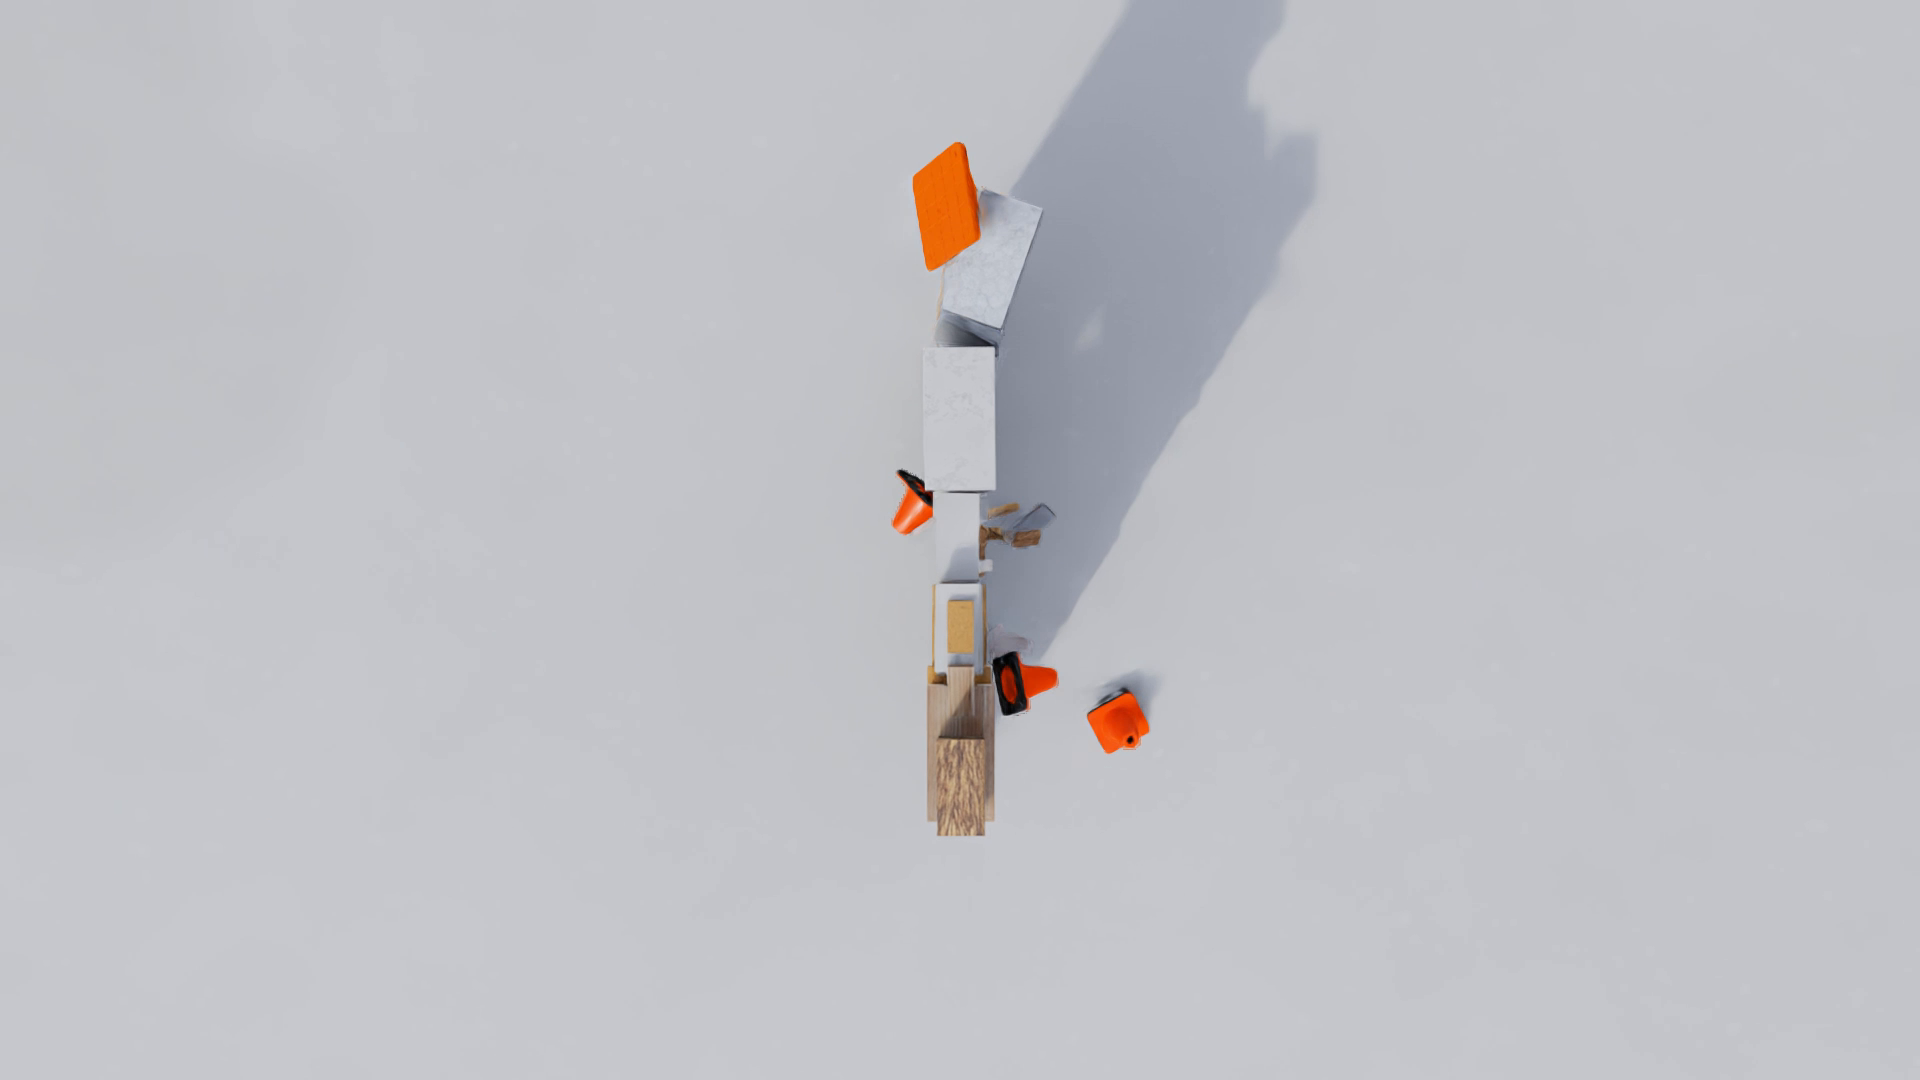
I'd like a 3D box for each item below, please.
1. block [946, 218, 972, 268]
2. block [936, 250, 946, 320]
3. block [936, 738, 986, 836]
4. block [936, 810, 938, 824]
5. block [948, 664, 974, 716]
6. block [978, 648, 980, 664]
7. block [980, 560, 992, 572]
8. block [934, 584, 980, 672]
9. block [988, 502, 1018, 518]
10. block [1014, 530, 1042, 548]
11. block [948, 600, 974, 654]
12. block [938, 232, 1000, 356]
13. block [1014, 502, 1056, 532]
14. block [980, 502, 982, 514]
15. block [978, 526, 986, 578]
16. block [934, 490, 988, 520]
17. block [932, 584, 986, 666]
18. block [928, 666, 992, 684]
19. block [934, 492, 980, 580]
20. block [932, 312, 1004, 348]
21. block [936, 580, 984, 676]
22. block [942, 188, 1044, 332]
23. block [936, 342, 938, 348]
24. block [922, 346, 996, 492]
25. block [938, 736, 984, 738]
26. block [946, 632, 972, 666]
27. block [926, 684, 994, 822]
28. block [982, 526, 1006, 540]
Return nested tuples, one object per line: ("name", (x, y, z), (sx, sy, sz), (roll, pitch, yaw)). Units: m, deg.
("block", (0.050, -0.749, 4.204), (0.154, 0.309, 0.044), (4, 84, -2))
("block", (0.019, -0.755, 4.951), (0.158, 1.093, 0.045), (3, 90, -2))
("block", (0.002, 0.566, 3.778), (0.110, 0.031, 0.220), (0, 90, 0))
("block", (0.002, 0.639, 3.903), (0.110, 0.220, 0.031), (0, 90, 0))
("block", (0.003, 0.364, 3.990), (0.063, 0.018, 0.126), (-1, 104, 0))
("block", (-0.006, 0.286, 4.150), (0.107, 0.214, 0.030), (1, 90, 0))
("block", (0.016, 0.067, 4.438), (0.108, 0.612, 0.031), (3, 90, 4))
("block", (-0.007, 0.214, 4.028), (0.107, 0.030, 0.214), (0, 90, 0))
("block", (0.123, -0.088, 5.013), (0.113, 0.057, 0.016), (-16, 80, -1))
("block", (0.198, -0.003, 4.866), (0.072, 0.145, 0.021), (-8, 80, -3))
("block", (0.001, 0.211, 3.989), (0.063, 0.018, 0.126), (0, 76, 0))
("block", (0.033, -0.653, 4.383), (0.158, 0.045, 0.317), (4, 90, -2))
("block", (0.225, -0.056, 4.949), (0.113, 0.016, 0.057), (-41, 113, 14))
("block", (-0.001, -0.082, 4.246), (0.108, 0.217, 0.031), (0, 90, 0))
("block", (0.037, 0.034, 4.757), (0.072, 0.021, 0.145), (4, 90, 0))
("block", (0.002, -0.195, 4.374), (0.143, 0.041, 0.286), (0, 90, 0))
("block", (-0.003, 0.287, 4.804), (0.156, 0.044, 0.311), (0, 90, 0))
("block", (-0.001, 0.508, 4.416), (0.171, 0.048, 0.342), (0, 90, 0))
("block", (-0.006, -0.009, 4.118), (0.108, 0.031, 0.217), (1, 89, 4))
("block", (0.016, -0.521, 4.204), (0.154, 0.309, 0.044), (28, 84, -2))
("block", (-0.001, 0.228, 4.275), (0.121, 0.034, 0.243), (0, 90, 0))
("block", (0.078, -0.683, 4.021), (0.154, 0.044, 0.309), (19, 90, 3))
("block", (0.016, -0.546, 4.564), (0.158, 0.317, 0.045), (2, 90, -2))
("block", (-0.002, -0.291, 3.985), (0.172, 0.049, 0.344), (-1, 90, 0))
("block", (0.002, 0.493, 3.903), (0.110, 0.220, 0.031), (0, 90, 0))
("block", (0.000, 0.286, 4.004), (0.063, 0.018, 0.126), (-1, 90, 0))
("block", (0.002, 0.520, 4.037), (0.166, 0.047, 0.331), (0, 90, 0))
("block", (0.077, -0.021, 4.995), (0.113, 0.057, 0.016), (4, 65, 24))
